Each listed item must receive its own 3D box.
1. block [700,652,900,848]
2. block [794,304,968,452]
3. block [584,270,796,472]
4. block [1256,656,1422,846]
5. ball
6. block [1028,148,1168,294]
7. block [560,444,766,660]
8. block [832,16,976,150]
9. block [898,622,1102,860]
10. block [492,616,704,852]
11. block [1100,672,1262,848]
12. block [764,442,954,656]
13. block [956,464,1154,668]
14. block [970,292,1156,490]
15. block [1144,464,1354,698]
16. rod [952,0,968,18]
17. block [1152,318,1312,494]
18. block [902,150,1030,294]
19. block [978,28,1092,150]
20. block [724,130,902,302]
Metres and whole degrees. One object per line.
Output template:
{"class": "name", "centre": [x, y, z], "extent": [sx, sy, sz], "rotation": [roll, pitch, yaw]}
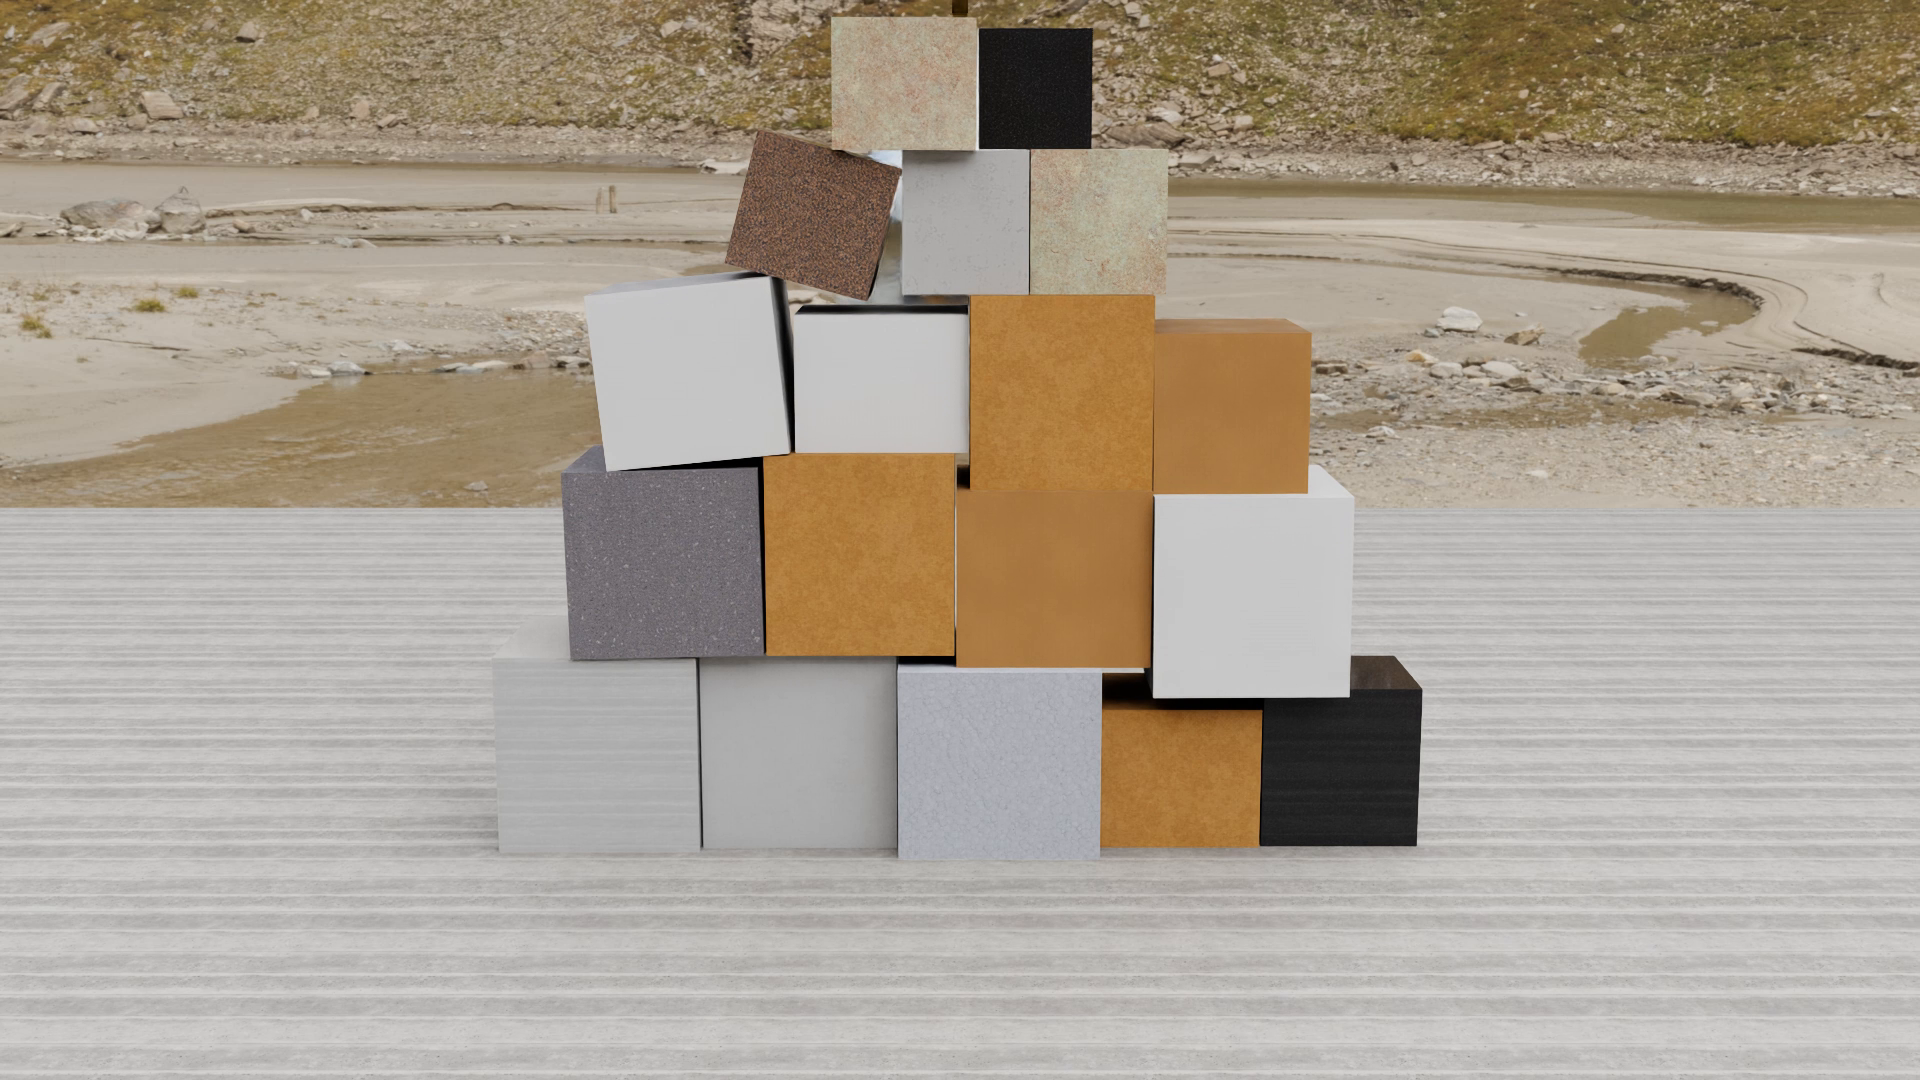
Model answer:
{"class": "block", "centre": [-0.802, 0.977, 11.371], "extent": [0.975, 1.009, 0.835], "rotation": [0, 10, 0]}
{"class": "block", "centre": [-0.381, -0.819, 11.022], "extent": [0.844, 0.670, 0.719], "rotation": [0, 10, 0]}
{"class": "block", "centre": [-1.308, -0.874, 11.011], "extent": [0.888, 0.848, 0.950], "rotation": [-6, 10, 1]}
{"class": "block", "centre": [1.908, 1.077, 11.363], "extent": [0.787, 0.815, 0.730], "rotation": [0, 10, 0]}
{"class": "ball", "centre": [0.000, -1.691, 12.981], "extent": [1.600, 1.600, 1.600], "rotation": [0, 10, 0]}
{"class": "block", "centre": [0.669, -1.587, 10.905], "extent": [0.660, 0.692, 0.616], "rotation": [0, 10, 0]}
{"class": "block", "centre": [-1.444, 0.033, 11.178], "extent": [0.947, 0.923, 0.992], "rotation": [-1, 10, 0]}
{"class": "block", "centre": [-0.264, -2.222, 10.760], "extent": [0.684, 0.615, 0.765], "rotation": [0, 10, 0]}
{"class": "block", "centre": [0.194, 1.010, 11.358], "extent": [0.997, 0.949, 1.151], "rotation": [0, 10, 0]}
{"class": "block", "centre": [-1.800, 0.985, 11.361], "extent": [1.002, 0.997, 0.954], "rotation": [0, 10, 0]}
{"class": "block", "centre": [1.103, 1.126, 11.383], "extent": [0.802, 0.711, 0.782], "rotation": [0, 10, 0]}
{"class": "block", "centre": [-0.488, -0.004, 11.180], "extent": [0.923, 0.990, 0.950], "rotation": [0, 10, 0]}
{"class": "block", "centre": [0.460, 0.115, 11.182], "extent": [0.953, 0.874, 0.927], "rotation": [0, 10, 0]}
{"class": "block", "centre": [0.493, -0.782, 11.041], "extent": [0.886, 0.942, 0.844], "rotation": [0, 10, 0]}
{"class": "block", "centre": [1.424, 0.188, 11.211], "extent": [0.961, 0.990, 1.080], "rotation": [0, 10, 0]}
{"class": "rod", "centre": [0.000, -4.619, 11.254], "extent": [0.080, 5.200, 0.080], "rotation": [0, 31, 0]}
{"class": "block", "centre": [1.316, -0.687, 11.075], "extent": [0.755, 0.782, 0.882], "rotation": [0, 10, 0]}
{"class": "block", "centre": [0.027, -1.586, 10.910], "extent": [0.610, 0.688, 0.669], "rotation": [0, 10, 0]}
{"class": "block", "centre": [0.361, -2.208, 10.796], "extent": [0.541, 0.567, 0.593], "rotation": [0, 10, 0]}
{"class": "block", "centre": [-0.706, -1.615, 10.882], "extent": [0.709, 0.657, 0.684], "rotation": [15, 10, -3]}
